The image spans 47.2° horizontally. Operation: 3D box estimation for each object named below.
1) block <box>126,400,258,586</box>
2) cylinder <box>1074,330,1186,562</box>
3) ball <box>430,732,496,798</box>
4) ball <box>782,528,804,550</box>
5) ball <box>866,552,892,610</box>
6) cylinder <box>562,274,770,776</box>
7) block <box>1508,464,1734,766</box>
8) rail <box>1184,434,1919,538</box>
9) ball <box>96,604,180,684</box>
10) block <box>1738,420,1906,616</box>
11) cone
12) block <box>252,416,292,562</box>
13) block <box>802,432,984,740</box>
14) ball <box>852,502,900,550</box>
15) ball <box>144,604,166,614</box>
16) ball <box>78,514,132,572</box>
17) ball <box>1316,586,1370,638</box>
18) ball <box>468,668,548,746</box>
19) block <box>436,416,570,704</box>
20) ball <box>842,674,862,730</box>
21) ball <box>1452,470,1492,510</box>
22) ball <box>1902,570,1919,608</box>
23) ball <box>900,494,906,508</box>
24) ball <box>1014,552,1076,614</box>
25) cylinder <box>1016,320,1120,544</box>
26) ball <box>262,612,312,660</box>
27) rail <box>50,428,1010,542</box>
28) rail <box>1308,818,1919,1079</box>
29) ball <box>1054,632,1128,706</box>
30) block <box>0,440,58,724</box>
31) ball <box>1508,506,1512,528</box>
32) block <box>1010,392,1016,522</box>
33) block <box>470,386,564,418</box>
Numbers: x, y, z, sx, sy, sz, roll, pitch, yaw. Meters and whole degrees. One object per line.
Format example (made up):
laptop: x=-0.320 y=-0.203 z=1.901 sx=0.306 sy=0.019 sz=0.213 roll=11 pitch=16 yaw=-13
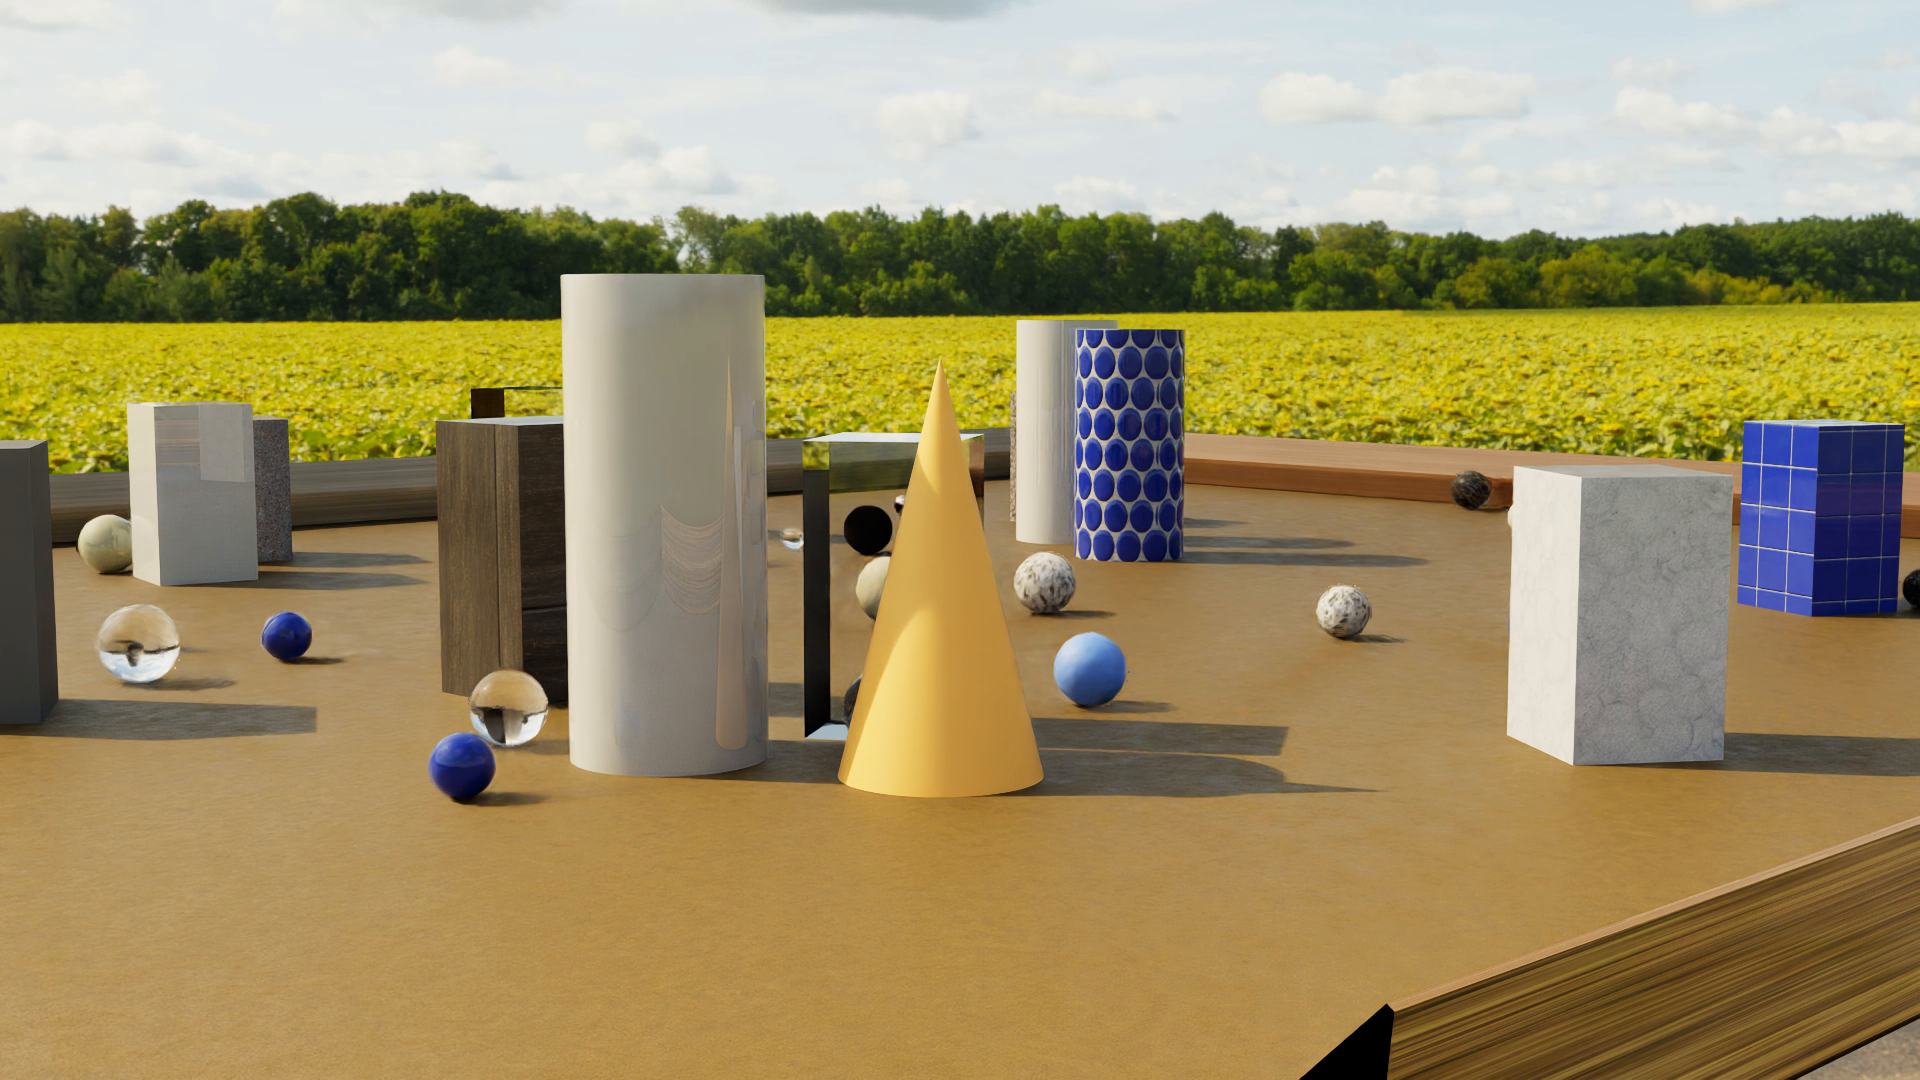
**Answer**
block: x=-1.279 y=-0.082 z=3.662 sx=0.159 sy=0.292 sz=0.159 roll=-4 pitch=7 yaw=-35
cylinder: x=0.307 y=-0.175 z=3.988 sx=0.199 sy=0.411 sz=0.199 roll=0 pitch=6 yaw=0
ball: x=-0.455 y=0.206 z=2.016 sx=0.060 sy=0.060 sz=0.060 roll=0 pitch=6 yaw=0
ball: x=-0.311 y=-0.002 z=4.099 sx=0.042 sy=0.042 sz=0.042 roll=0 pitch=6 yaw=0
ball: x=-0.087 y=0.065 z=3.188 sx=0.098 sy=0.098 sz=0.098 roll=0 pitch=6 yaw=0
cylinder: x=-0.291 y=-0.021 z=2.181 sx=0.199 sy=0.479 sz=0.199 roll=0 pitch=6 yaw=0
block: x=0.668 y=0.071 z=2.238 sx=0.159 sy=0.284 sz=0.159 roll=-1 pitch=6 yaw=-9
rail: x=1.481 y=-0.108 z=4.691 sx=0.045 sy=0.129 sz=3.704 roll=-5 pitch=8 yaw=-42
ball: x=-0.984 y=0.125 z=2.635 sx=0.094 sy=0.094 sz=0.094 roll=0 pitch=6 yaw=0
block: x=1.290 y=-0.037 z=3.300 sx=0.159 sy=0.278 sz=0.159 roll=-2 pitch=6 yaw=-20
cone: x=-0.018 y=0.026 z=2.097 sx=0.199 sy=0.403 sz=0.199 roll=0 pitch=6 yaw=0
block: x=-1.306 y=-0.093 z=3.962 sx=0.159 sy=0.252 sz=0.159 roll=-3 pitch=7 yaw=-29
block: x=-0.068 y=0.046 z=2.342 sx=0.159 sy=0.311 sz=0.159 roll=1 pitch=6 yaw=12
ball: x=-0.158 y=-0.025 z=4.094 sx=0.090 sy=0.090 sz=0.090 roll=0 pitch=6 yaw=0
ball: x=-1.074 y=0.115 z=2.902 sx=0.059 sy=0.059 sz=0.059 roll=0 pitch=6 yaw=0
ball: x=-1.450 y=0.006 z=3.749 sx=0.099 sy=0.099 sz=0.099 roll=0 pitch=6 yaw=0
ball: x=0.523 y=0.098 z=3.000 sx=0.072 sy=0.072 sz=0.072 roll=0 pitch=6 yaw=0
ball: x=-0.463 y=0.172 z=2.254 sx=0.080 sy=0.080 sz=0.080 roll=0 pitch=6 yaw=0
block: x=-0.495 y=0.019 z=2.566 sx=0.159 sy=0.318 sz=0.159 roll=5 pitch=8 yaw=42
ball: x=-0.077 y=0.171 z=2.232 sx=0.085 sy=0.085 sz=0.085 roll=0 pitch=6 yaw=0
ball: x=1.147 y=-0.111 z=4.932 sx=0.088 sy=0.088 sz=0.088 roll=0 pitch=6 yaw=0
ball: x=1.447 y=0.073 z=3.304 sx=0.059 sy=0.059 sz=0.059 roll=0 pitch=6 yaw=0
ball: x=-0.112 y=-0.083 z=4.873 sx=0.044 sy=0.044 sz=0.044 roll=0 pitch=6 yaw=0
ball: x=0.125 y=0.064 z=3.241 sx=0.090 sy=0.090 sz=0.090 roll=0 pitch=6 yaw=0
cylinder: x=0.209 y=-0.214 z=4.279 sx=0.199 sy=0.426 sz=0.199 roll=0 pitch=6 yaw=0
ball: x=-0.859 y=0.123 z=2.808 sx=0.063 sy=0.063 sz=0.063 roll=0 pitch=6 yaw=0
rail: x=-1.240 y=-0.106 z=4.668 sx=4.076 sy=0.129 sz=0.045 roll=-5 pitch=8 yaw=-42
rail: x=1.240 y=0.173 z=1.995 sx=4.076 sy=0.129 sz=0.045 roll=-5 pitch=8 yaw=-42
ball: x=0.147 y=0.146 z=2.485 sx=0.083 sy=0.083 sz=0.083 roll=0 pitch=6 yaw=0
block: x=-1.094 y=0.044 z=2.423 sx=0.159 sy=0.298 sz=0.159 roll=-2 pitch=6 yaw=-16
ball: x=1.127 y=-0.046 z=4.378 sx=0.073 sy=0.073 sz=0.073 roll=0 pitch=6 yaw=0
block: x=0.219 y=-0.178 z=4.665 sx=0.159 sy=0.275 sz=0.159 roll=5 pitch=8 yaw=41
block: x=-0.773 y=-0.124 z=4.007 sx=0.159 sy=0.305 sz=0.159 roll=4 pitch=7 yaw=31
